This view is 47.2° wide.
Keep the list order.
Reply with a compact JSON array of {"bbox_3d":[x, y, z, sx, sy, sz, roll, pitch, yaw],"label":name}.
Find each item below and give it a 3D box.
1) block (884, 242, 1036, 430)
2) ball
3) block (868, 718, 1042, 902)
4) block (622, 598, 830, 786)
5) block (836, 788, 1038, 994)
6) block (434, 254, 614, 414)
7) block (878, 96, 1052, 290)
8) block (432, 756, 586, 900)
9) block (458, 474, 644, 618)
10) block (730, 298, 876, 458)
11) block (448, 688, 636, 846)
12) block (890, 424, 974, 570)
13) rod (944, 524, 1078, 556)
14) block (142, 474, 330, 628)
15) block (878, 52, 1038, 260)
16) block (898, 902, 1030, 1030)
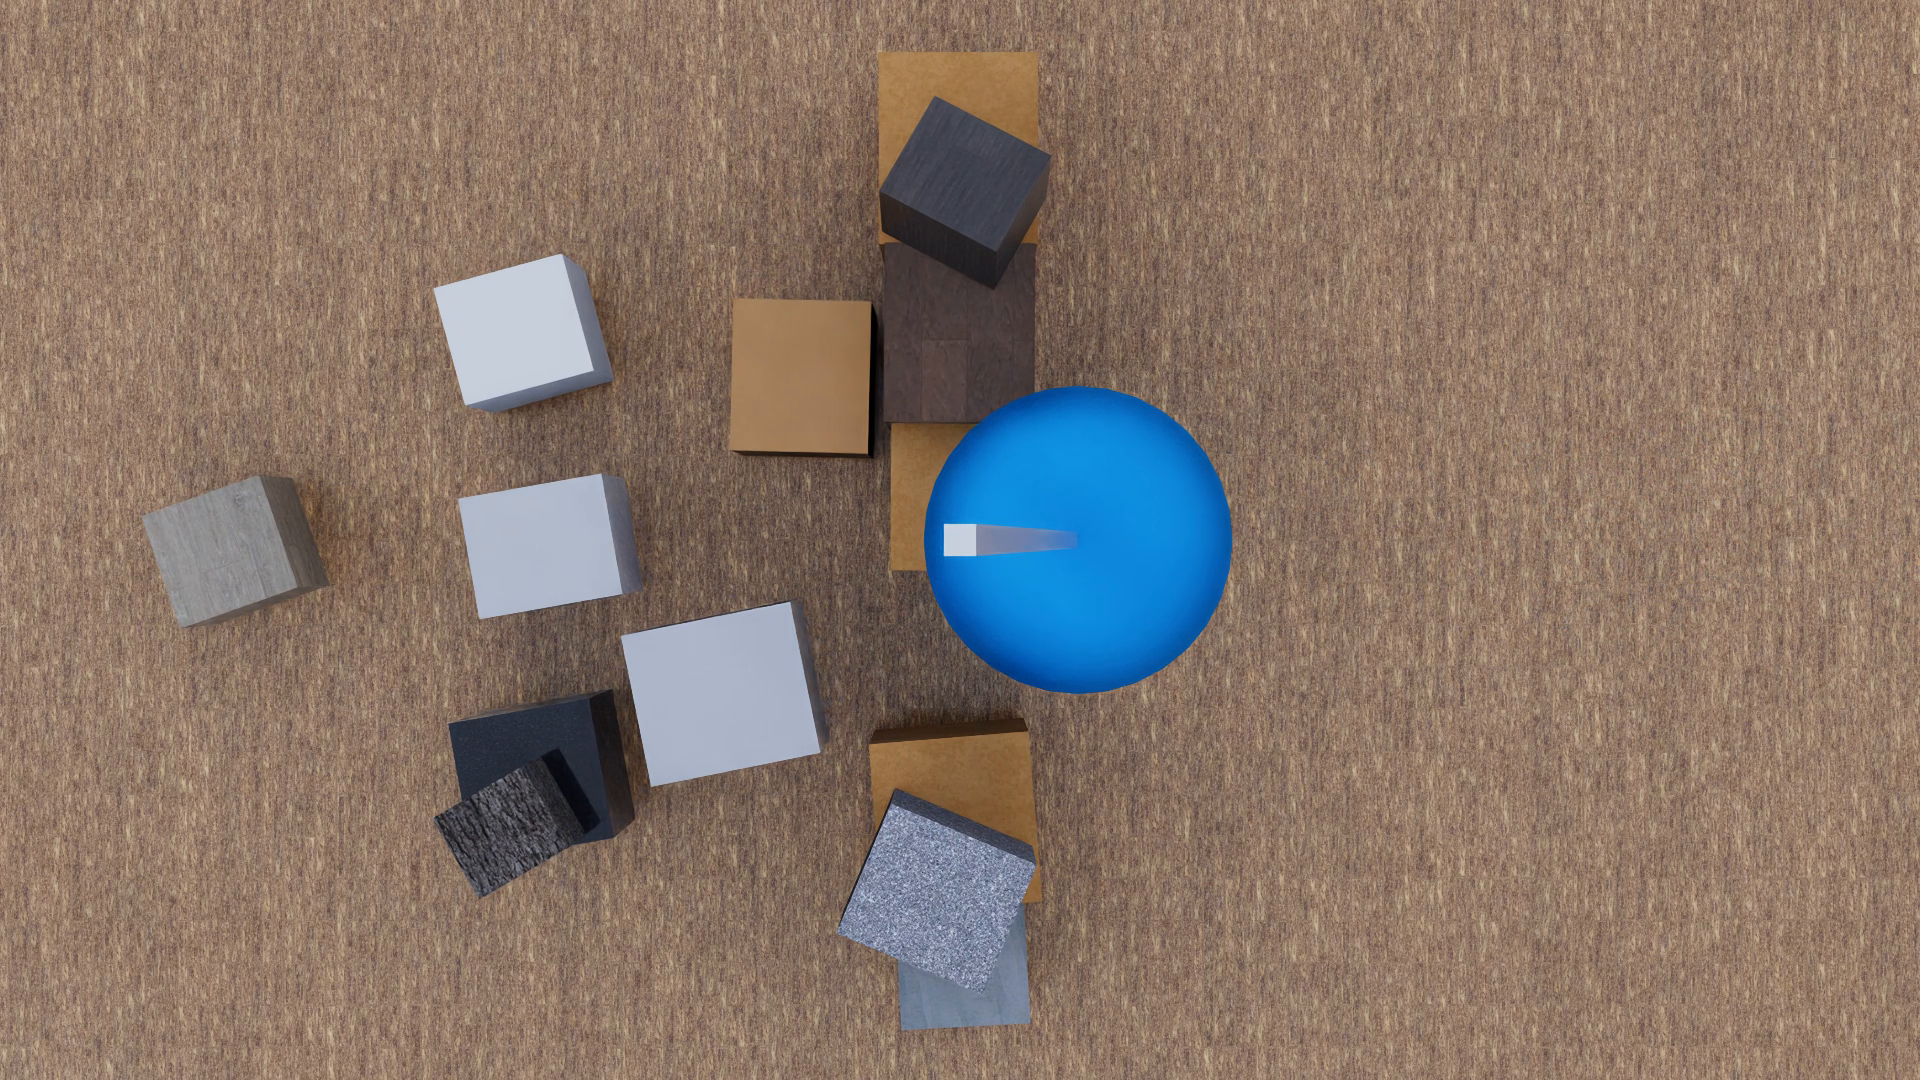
[{"bbox_3d":[-0.002,-1.130,12.482,0.821,1.037,0.973,0,90,0],"label":"block"},{"bbox_3d":[0.609,0.000,11.415,1.600,1.600,1.600,0,90,0],"label":"ball"},{"bbox_3d":[-0.024,1.555,12.542,0.881,0.916,0.938,-5,90,0],"label":"block"},{"bbox_3d":[-1.323,0.853,12.577,0.953,0.845,0.851,-11,90,0],"label":"block"},{"bbox_3d":[-0.120,1.855,11.722,0.819,0.724,0.727,23,90,0],"label":"block"},{"bbox_3d":[-2.488,-1.173,12.626,0.742,0.749,0.676,-15,90,0],"label":"block"},{"bbox_3d":[0.026,-1.837,11.695,0.693,0.615,0.600,28,79,5],"label":"block"},{"bbox_3d":[-2.435,1.553,11.919,0.552,0.525,0.497,-30,90,0],"label":"block"},{"bbox_3d":[-2.320,0.035,12.577,0.802,0.845,0.676,-10,90,0],"label":"block"},{"bbox_3d":[-0.886,-0.912,12.610,0.768,0.780,0.846,1,90,0],"label":"block"},{"bbox_3d":[-2.377,1.334,12.591,0.792,0.819,0.784,-10,90,0],"label":"block"},{"bbox_3d":[-0.015,-0.237,12.586,0.737,0.827,0.813,0,90,0],"label":"block"},{"bbox_3d":[0.264,0.000,8.033,0.080,5.200,0.080,0,90,6],"label":"rod"},{"bbox_3d":[-4.166,0.066,12.685,0.703,0.629,0.670,-19,90,0],"label":"block"},{"bbox_3d":[-0.009,-2.154,12.542,0.876,0.916,1.056,0,90,0],"label":"block"},{"bbox_3d":[0.015,2.377,12.638,0.722,0.723,0.683,-3,90,0],"label":"block"}]
